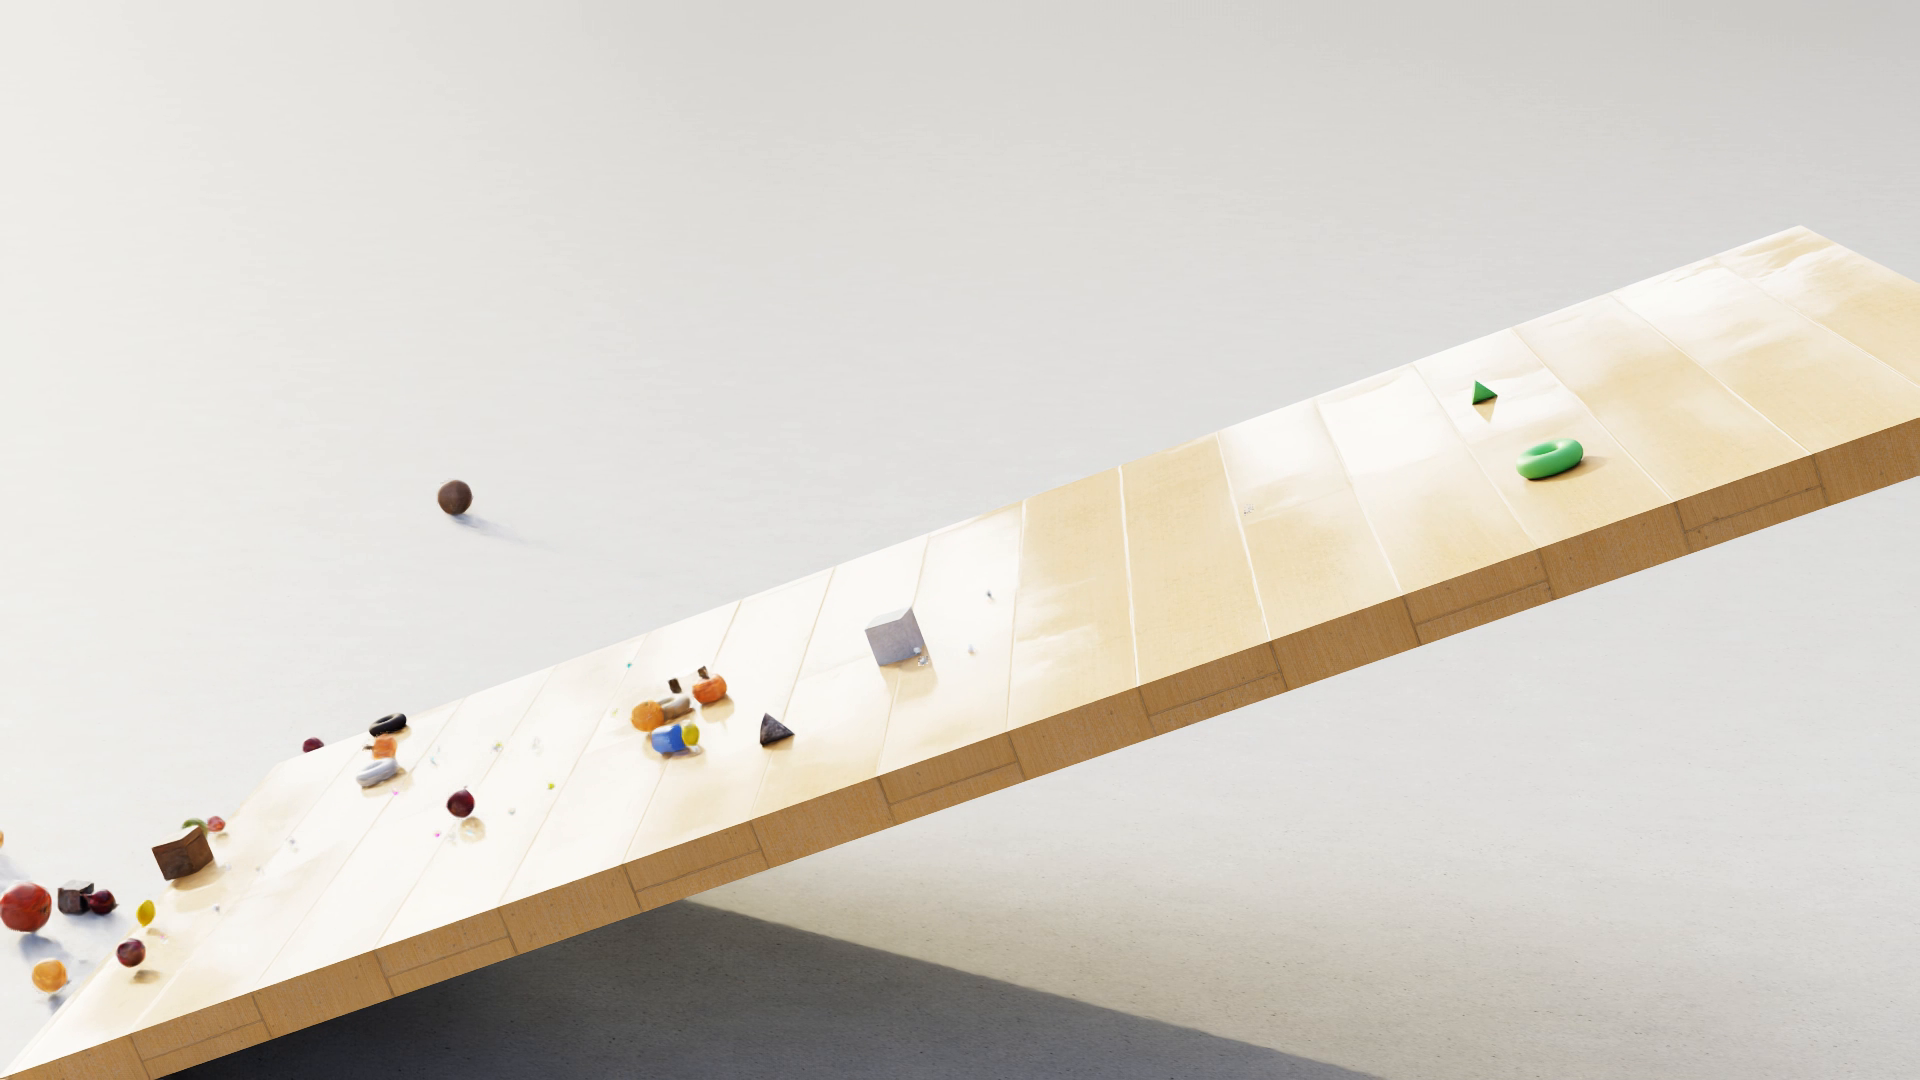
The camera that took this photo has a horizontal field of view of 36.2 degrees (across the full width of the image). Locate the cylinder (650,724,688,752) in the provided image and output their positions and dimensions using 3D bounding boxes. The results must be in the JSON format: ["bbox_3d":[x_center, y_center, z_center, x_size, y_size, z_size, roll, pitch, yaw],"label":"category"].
[{"bbox_3d":[-0.602,0.411,6.080,0.053,0.053,0.053,-12,3,39],"label":"cylinder"}]

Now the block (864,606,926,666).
[{"bbox_3d":[-0.137,0.201,6.156,0.085,0.085,0.085,-17,12,19],"label":"block"}]

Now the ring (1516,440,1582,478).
[{"bbox_3d":[1.139,-0.158,5.685,0.133,0.044,0.133,-19,12,4],"label":"ring"}]

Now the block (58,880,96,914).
[{"bbox_3d":[-2.014,0.814,6.704,0.059,0.059,0.059,4,13,17],"label":"block"}]

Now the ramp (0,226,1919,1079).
[{"bbox_3d":[0.116,0.177,6.297,4.000,0.100,2.000,-19,11,6],"label":"ramp"}]

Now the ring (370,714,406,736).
[{"bbox_3d":[-1.431,0.463,7.357,0.100,0.033,0.100,-19,12,4],"label":"ring"}]

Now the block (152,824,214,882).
[{"bbox_3d":[-1.759,0.708,6.656,0.085,0.085,0.085,-17,12,20],"label":"block"}]

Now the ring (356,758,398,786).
[{"bbox_3d":[-1.360,0.541,6.863,0.106,0.035,0.106,-21,13,5],"label":"ring"}]

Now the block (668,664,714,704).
[{"bbox_3d":[-0.591,0.319,6.464,0.064,0.064,0.064,-12,14,38],"label":"block"}]

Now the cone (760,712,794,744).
[{"bbox_3d":[-0.358,0.381,5.853,0.067,0.067,0.067,13,14,4],"label":"cone"}]

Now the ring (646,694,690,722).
[{"bbox_3d":[-0.634,0.365,6.401,0.104,0.035,0.104,-19,12,4],"label":"ring"}]
